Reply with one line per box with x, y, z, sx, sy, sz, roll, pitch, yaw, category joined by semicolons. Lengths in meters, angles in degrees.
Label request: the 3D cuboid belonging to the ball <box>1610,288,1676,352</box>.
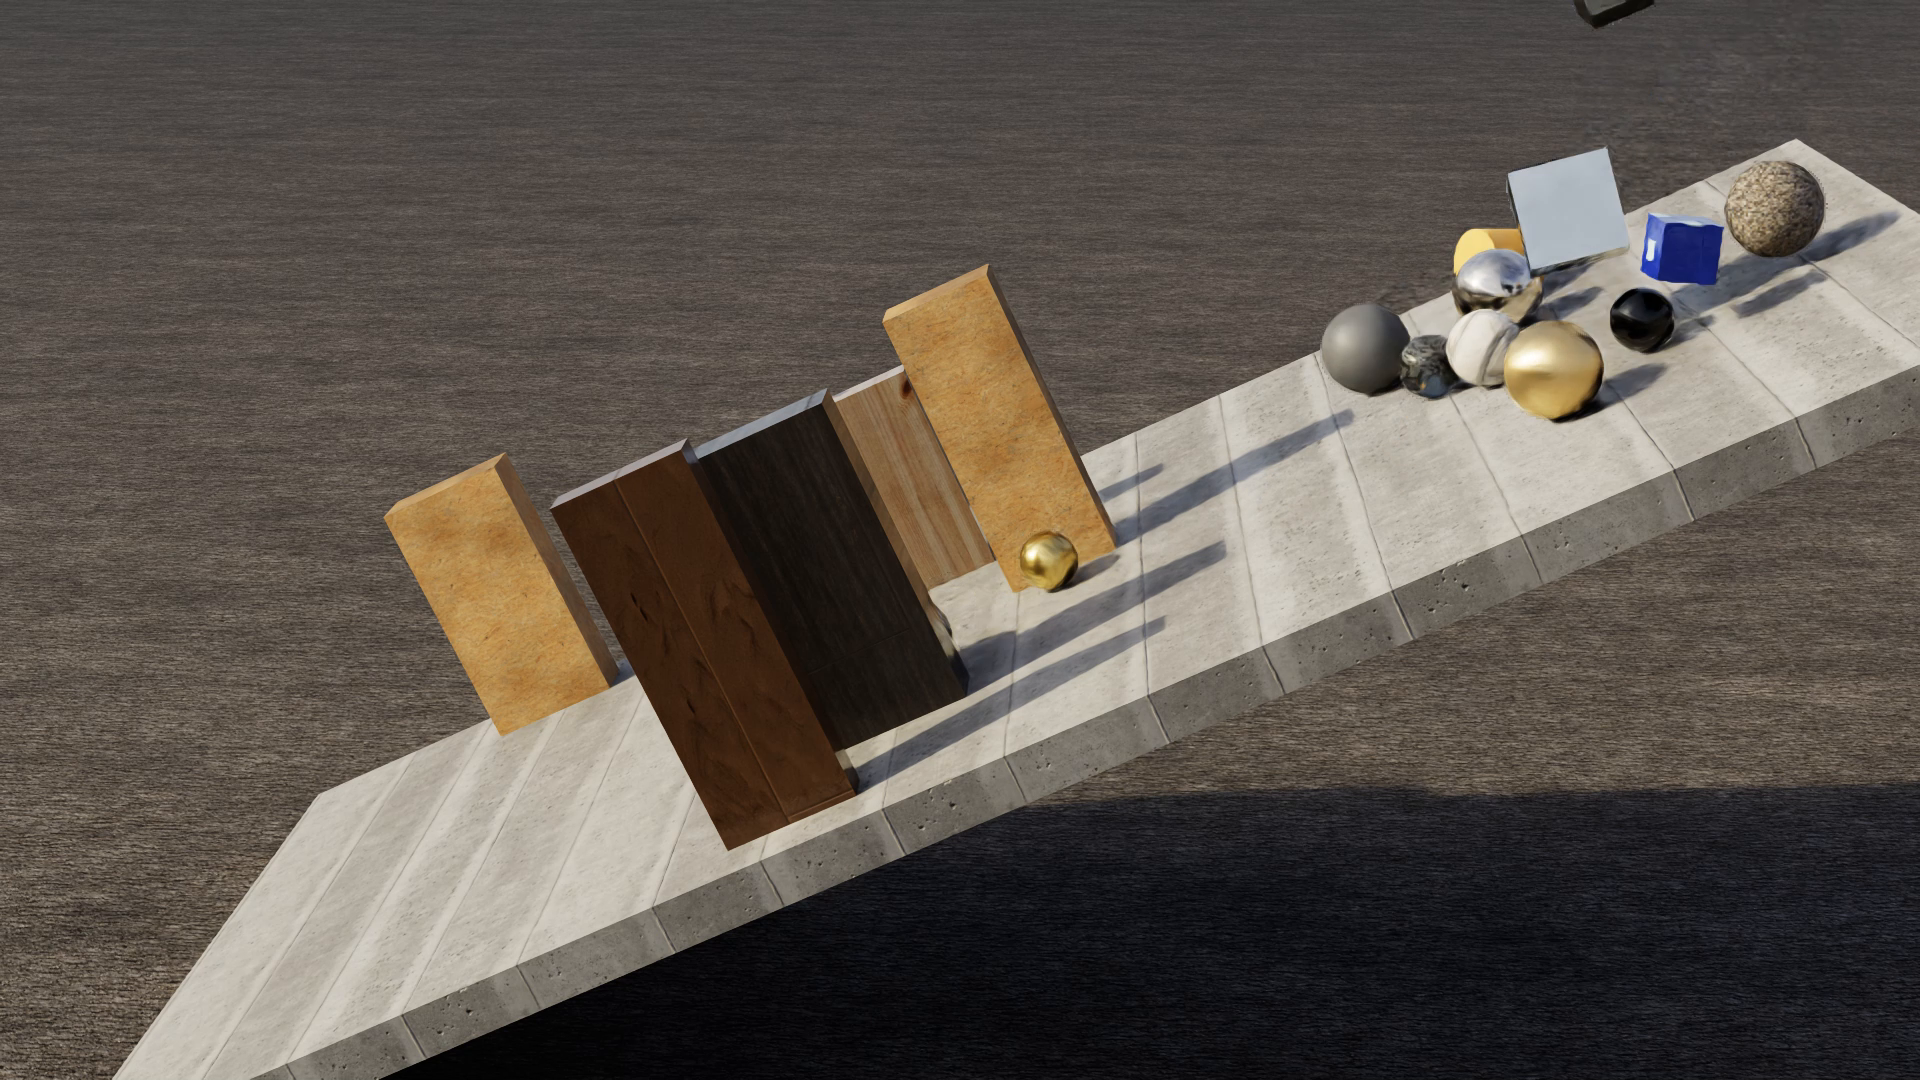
1.352;-0.437;5.831;0.128;0.128;0.128;0;16;0;ball

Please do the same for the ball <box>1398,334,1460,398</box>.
0.994;-0.368;6.223;0.136;0.136;0.136;0;16;0;ball

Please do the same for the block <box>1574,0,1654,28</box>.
1.347;-1.164;6.124;0.130;0.130;0.130;-22;24;5;block

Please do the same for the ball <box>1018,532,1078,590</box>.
0.186;0.043;6.178;0.124;0.124;0.124;0;16;0;ball

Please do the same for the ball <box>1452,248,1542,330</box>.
1.174;-0.541;6.425;0.193;0.193;0.193;0;16;0;ball

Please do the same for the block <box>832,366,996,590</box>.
-0.163;-0.112;6.648;0.315;0.482;0.085;-24;13;9;block

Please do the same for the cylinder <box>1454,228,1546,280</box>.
1.225;-0.631;6.663;0.148;0.148;0.148;-3;15;-30;cylinder

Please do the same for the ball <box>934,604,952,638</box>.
-0.106;0.205;5.969;0.184;0.184;0.184;0;16;0;ball

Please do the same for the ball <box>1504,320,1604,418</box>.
1.144;-0.329;5.669;0.190;0.190;0.190;0;16;0;ball

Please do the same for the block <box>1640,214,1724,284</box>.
1.408;-0.568;5.740;0.115;0.115;0.115;3;15;-5;block

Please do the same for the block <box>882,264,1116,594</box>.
0.088;-0.236;6.277;0.241;0.652;0.134;-24;13;9;block

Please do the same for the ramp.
0.135;0.169;6.282;4.000;0.100;2.000;-24;13;9;ramp

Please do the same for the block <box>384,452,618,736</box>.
-1.118;0.134;7.201;0.303;0.614;0.145;-24;13;9;block

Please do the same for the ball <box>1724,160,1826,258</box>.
1.640;-0.667;5.920;0.195;0.195;0.195;0;16;0;ball

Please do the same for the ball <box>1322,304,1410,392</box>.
0.896;-0.422;6.485;0.196;0.196;0.196;0;16;0;ball

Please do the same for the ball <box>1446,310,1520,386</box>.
1.090;-0.399;6.105;0.161;0.161;0.161;0;16;0;ball

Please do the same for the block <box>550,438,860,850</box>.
-0.469;0.199;5.465;0.269;0.732;0.089;-24;13;9;block

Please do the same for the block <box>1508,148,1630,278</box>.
1.229;-0.659;5.946;0.200;0.200;0.200;-14;-2;10;block

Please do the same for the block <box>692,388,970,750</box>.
-0.267;0.069;5.770;0.319;0.649;0.132;-24;13;9;block
